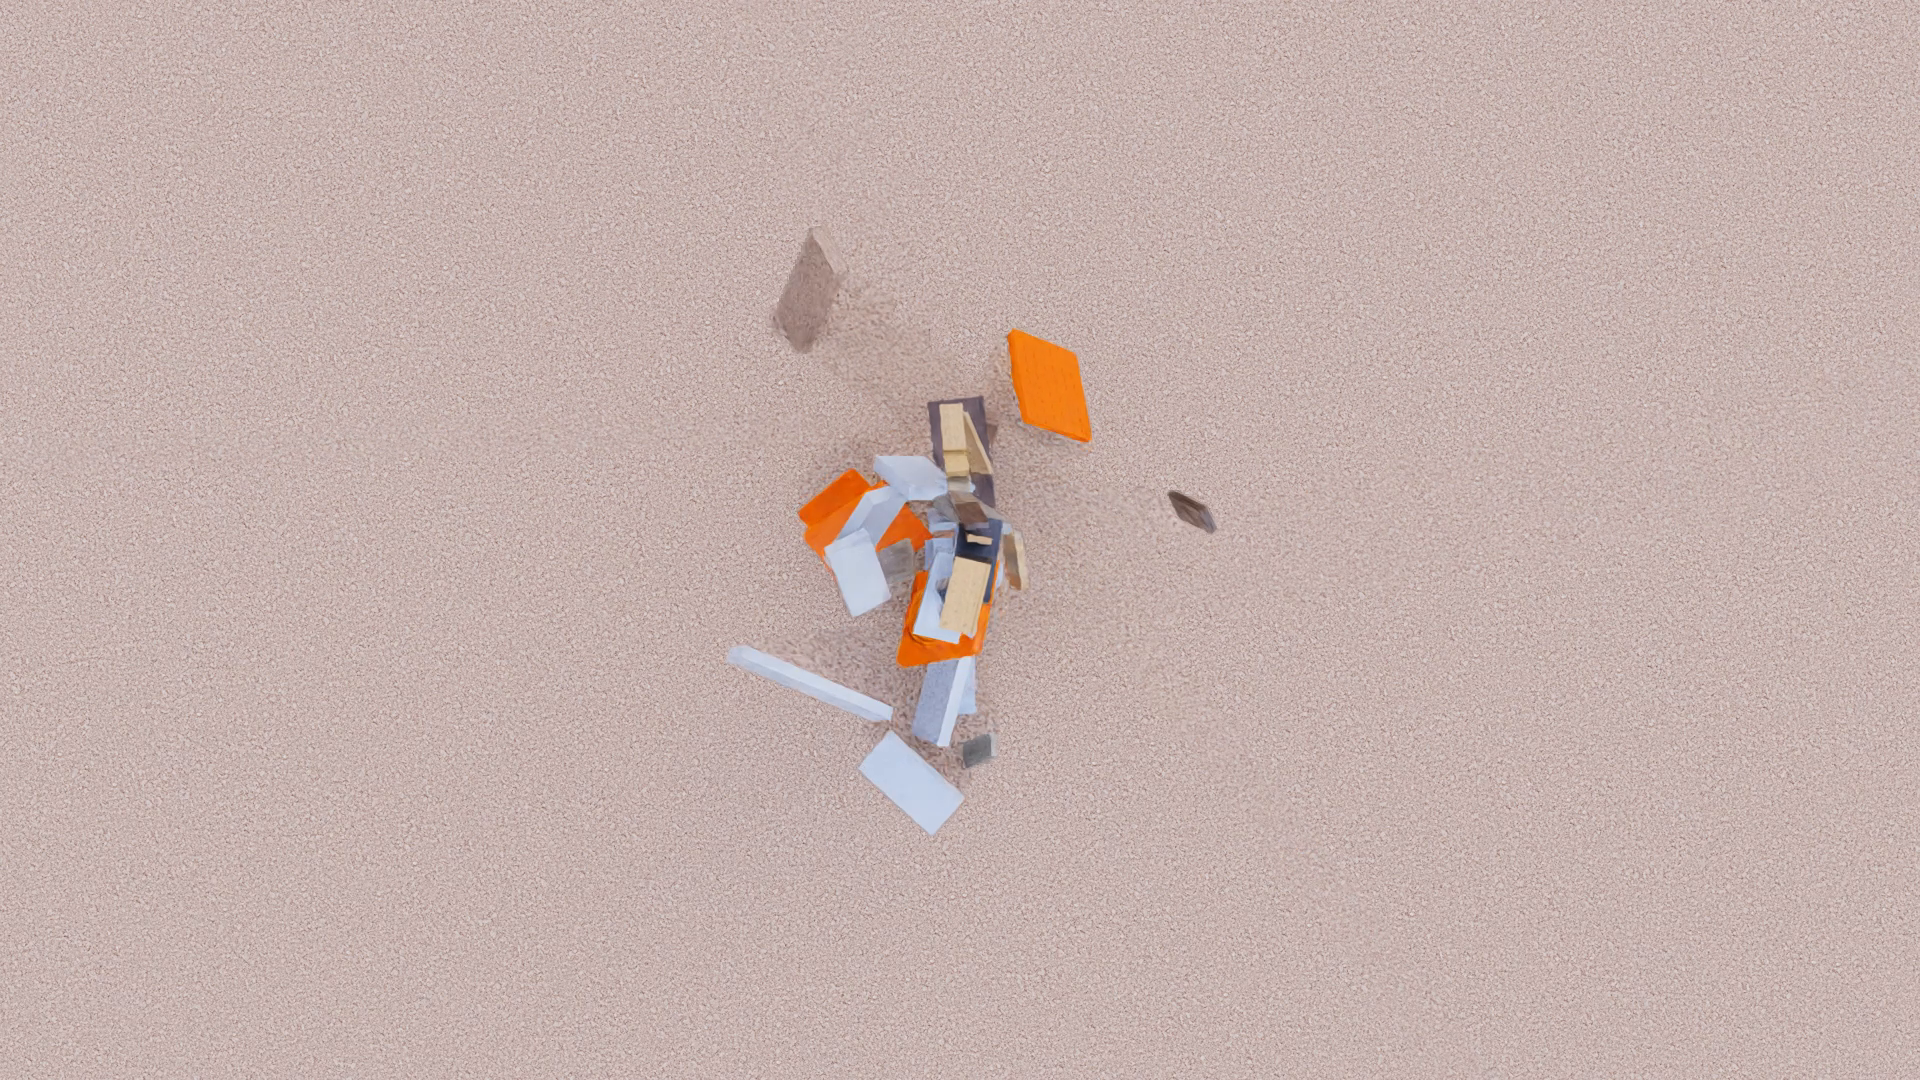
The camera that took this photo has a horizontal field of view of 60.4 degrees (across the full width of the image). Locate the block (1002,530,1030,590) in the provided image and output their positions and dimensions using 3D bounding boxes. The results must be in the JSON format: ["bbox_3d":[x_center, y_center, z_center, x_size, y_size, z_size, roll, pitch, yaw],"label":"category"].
[{"bbox_3d":[0.169,0.058,5.090,0.025,0.089,0.177,-15,105,-24],"label":"block"}]

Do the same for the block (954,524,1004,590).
[{"bbox_3d":[0.061,0.044,5.257,0.031,0.110,0.221,-27,118,22],"label":"block"}]

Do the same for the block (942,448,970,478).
[{"bbox_3d":[-0.011,-0.225,4.641,0.064,0.128,0.018,-7,130,-3],"label":"block"}]

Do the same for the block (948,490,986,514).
[{"bbox_3d":[0.016,-0.099,4.473,0.063,0.249,0.018,3,103,-11],"label":"block"}]

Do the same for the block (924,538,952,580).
[{"bbox_3d":[-0.064,0.108,5.237,0.031,0.110,0.221,-3,89,34],"label":"block"}]

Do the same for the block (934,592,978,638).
[{"bbox_3d":[-0.016,0.198,4.448,0.093,0.498,0.026,30,92,-5],"label":"block"}]

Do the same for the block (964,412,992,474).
[{"bbox_3d":[0.029,-0.282,4.769,0.064,0.260,0.018,11,58,28],"label":"block"}]

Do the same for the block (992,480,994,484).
[{"bbox_3d":[0.018,-0.144,5.325,0.173,0.347,0.049,-3,85,0],"label":"block"}]

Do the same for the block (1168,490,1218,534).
[{"bbox_3d":[0.688,-0.082,4.889,0.025,0.177,0.089,-37,120,-11],"label":"block"}]

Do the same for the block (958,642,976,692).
[{"bbox_3d":[0.011,0.419,5.464,0.081,0.023,0.162,-2,73,2],"label":"block"}]

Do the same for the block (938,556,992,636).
[{"bbox_3d":[0.013,0.141,4.175,0.093,0.026,0.185,14,94,2],"label":"block"}]

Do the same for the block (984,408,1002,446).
[{"bbox_3d":[0.034,-0.378,5.325,0.173,0.347,0.049,13,83,0],"label":"block"}]

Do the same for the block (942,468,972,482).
[{"bbox_3d":[-0.010,-0.190,4.748,0.058,0.116,0.016,18,92,-16],"label":"block"}]

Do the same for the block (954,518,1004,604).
[{"bbox_3d":[0.041,0.050,4.395,0.112,0.032,0.224,10,85,-2],"label":"block"}]

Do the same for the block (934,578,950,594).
[{"bbox_3d":[0.004,0.134,4.548,0.112,0.281,0.032,14,85,-7],"label":"block"}]

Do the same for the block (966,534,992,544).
[{"bbox_3d":[0.049,-0.003,4.316,0.063,0.126,0.018,9,92,-3],"label":"block"}]

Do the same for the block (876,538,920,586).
[{"bbox_3d":[-0.236,0.090,5.164,0.221,0.031,0.110,-26,70,24],"label":"block"}]

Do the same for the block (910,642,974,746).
[{"bbox_3d":[-0.060,0.499,5.420,0.046,0.163,0.326,15,90,-35],"label":"block"}]

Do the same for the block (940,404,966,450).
[{"bbox_3d":[-0.020,-0.319,4.645,0.064,0.018,0.128,-5,93,6],"label":"block"}]

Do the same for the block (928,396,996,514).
[{"bbox_3d":[0.005,-0.263,5.125,0.173,0.049,0.346,-6,90,0],"label":"block"}]

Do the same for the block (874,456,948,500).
[{"bbox_3d":[-0.127,-0.182,4.824,0.158,0.315,0.045,0,108,-22],"label":"block"}]

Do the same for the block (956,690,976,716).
[{"bbox_3d":[0.005,0.498,5.489,0.081,0.023,0.162,-7,90,0],"label":"block"}]

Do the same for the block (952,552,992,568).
[{"bbox_3d":[0.033,0.062,4.276,0.093,0.185,0.026,9,97,2],"label":"block"}]

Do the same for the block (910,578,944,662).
[{"bbox_3d":[-0.085,0.227,5.416,0.046,0.163,0.326,11,90,-21],"label":"block"}]

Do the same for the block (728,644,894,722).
[{"bbox_3d":[-0.458,0.444,5.072,0.517,0.133,0.038,25,71,-20],"label":"block"}]

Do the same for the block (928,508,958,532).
[{"bbox_3d":[-0.058,-0.069,5.273,0.089,0.201,0.025,-7,106,0],"label":"block"}]

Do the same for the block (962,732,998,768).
[{"bbox_3d":[0.065,0.690,5.418,0.023,0.162,0.081,7,68,-33],"label":"block"}]

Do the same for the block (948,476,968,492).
[{"bbox_3d":[-0.006,-0.176,4.638,0.058,0.016,0.116,1,56,-4],"label":"block"}]

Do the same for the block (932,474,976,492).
[{"bbox_3d":[-0.017,-0.161,4.691,0.058,0.116,0.016,-10,114,-42],"label":"block"}]

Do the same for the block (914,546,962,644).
[{"bbox_3d":[-0.036,0.159,4.721,0.133,0.038,0.265,13,110,-8],"label":"block"}]

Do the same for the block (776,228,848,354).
[{"bbox_3d":[-0.474,-0.784,5.233,0.045,0.543,0.158,-24,79,-25],"label":"block"}]

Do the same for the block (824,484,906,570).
[{"bbox_3d":[-0.276,-0.043,4.906,0.045,0.158,0.315,52,134,18],"label":"block"}]

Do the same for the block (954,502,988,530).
[{"bbox_3d":[0.030,-0.063,4.290,0.063,0.126,0.018,-6,116,-12],"label":"block"}]

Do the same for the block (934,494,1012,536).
[{"bbox_3d":[0.033,-0.070,4.552,0.112,0.224,0.032,-8,119,-32],"label":"block"}]

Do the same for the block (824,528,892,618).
[{"bbox_3d":[-0.301,0.099,4.889,0.133,0.038,0.266,-28,132,-12],"label":"block"}]

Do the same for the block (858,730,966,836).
[{"bbox_3d":[-0.157,0.788,5.352,0.326,0.046,0.163,41,112,5],"label":"block"}]
